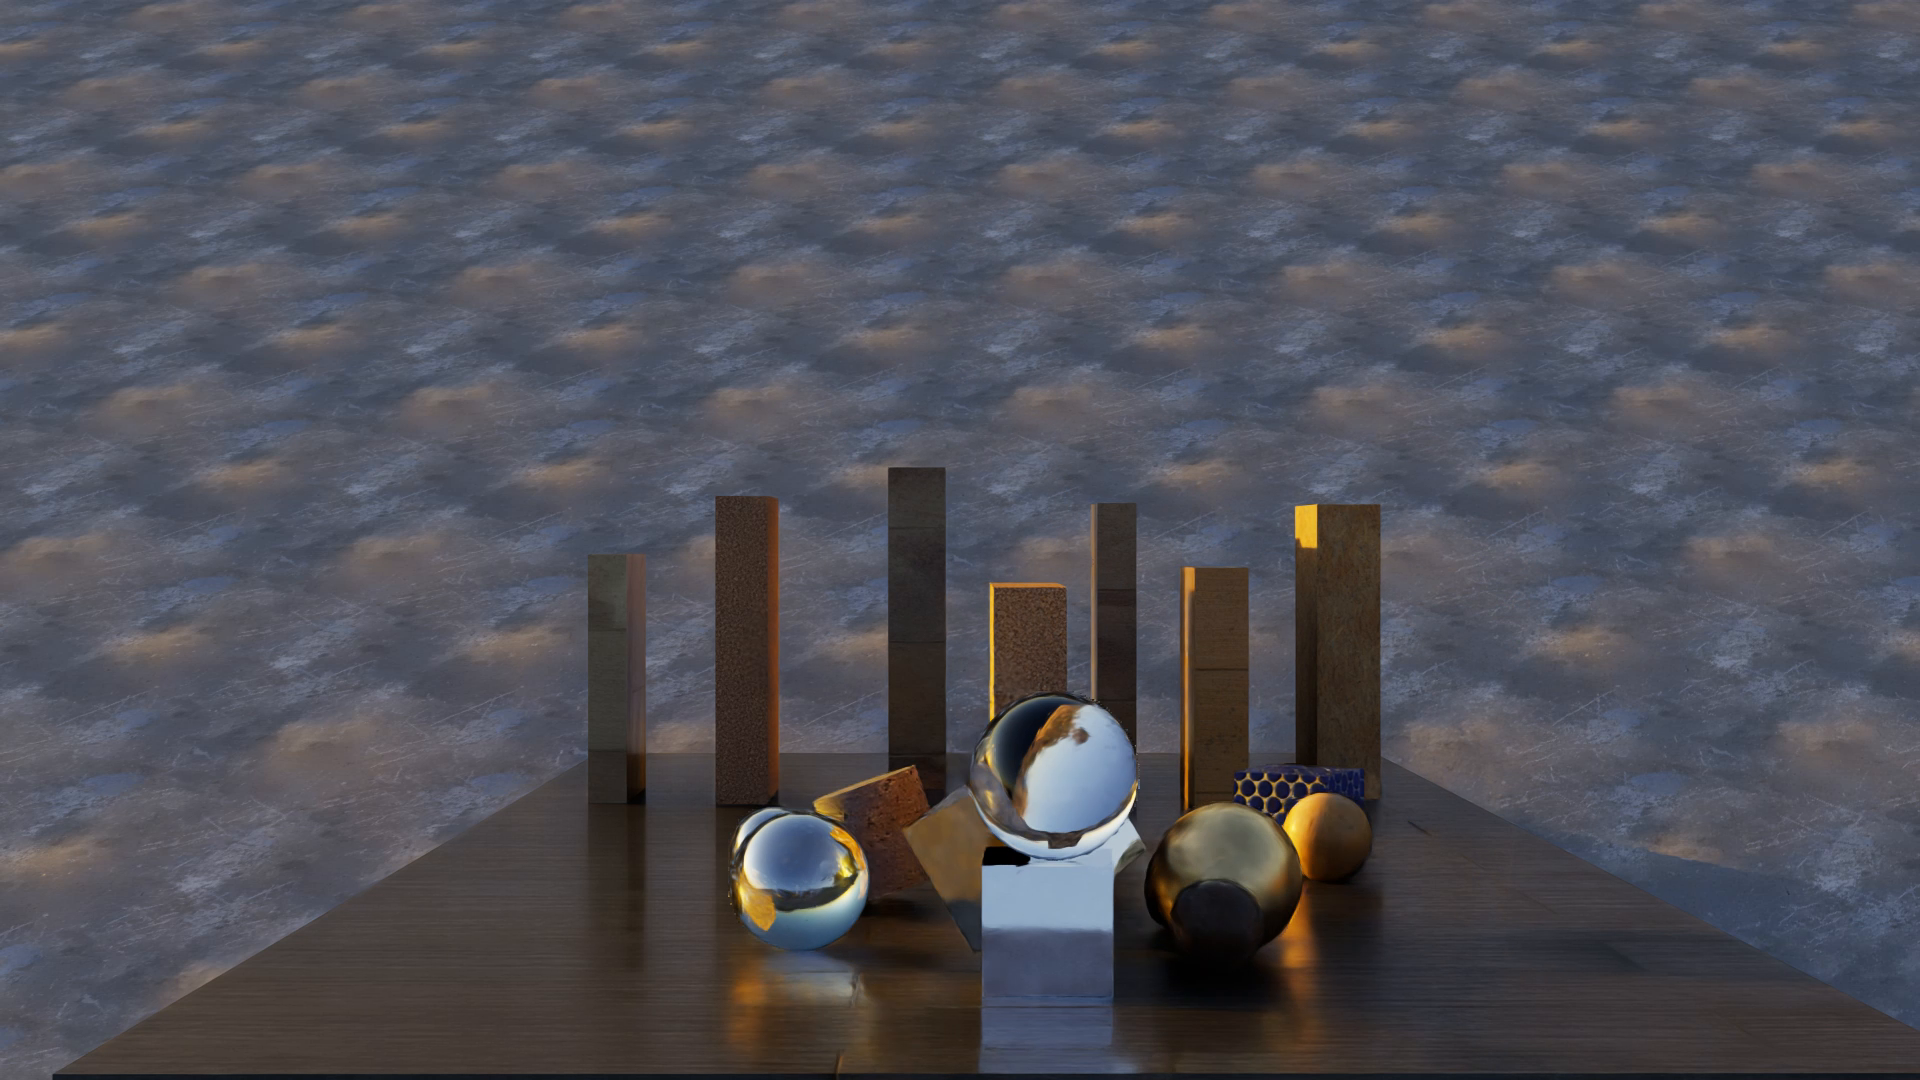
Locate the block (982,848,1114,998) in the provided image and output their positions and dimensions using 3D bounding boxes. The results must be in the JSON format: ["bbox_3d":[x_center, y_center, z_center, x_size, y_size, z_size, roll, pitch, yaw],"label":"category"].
[{"bbox_3d":[0.108,0.467,3.176,0.158,0.158,0.158,0,1,2],"label":"block"}]

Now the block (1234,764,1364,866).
[{"bbox_3d":[0.568,0.467,4.331,0.162,0.162,0.162,0,0,31],"label":"block"}]

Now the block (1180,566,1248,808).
[{"bbox_3d":[0.532,0.302,5.434,0.110,0.491,0.351,0,0,0],"label":"block"}]

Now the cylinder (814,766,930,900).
[{"bbox_3d":[-0.117,0.444,3.897,0.163,0.163,0.163,-19,-2,-1],"label":"cylinder"}]

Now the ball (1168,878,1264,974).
[{"bbox_3d":[0.324,0.487,3.270,0.120,0.120,0.120,0,30,0],"label":"ball"}]

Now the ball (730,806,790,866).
[{"bbox_3d":[-0.277,0.465,3.856,0.135,0.135,0.135,0,30,0],"label":"ball"}]

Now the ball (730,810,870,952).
[{"bbox_3d":[-0.213,0.454,3.449,0.187,0.187,0.187,0,30,0],"label":"ball"}]

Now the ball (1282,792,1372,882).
[{"bbox_3d":[0.588,0.476,4.149,0.143,0.143,0.143,0,30,0],"label":"ball"}]

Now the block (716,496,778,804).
[{"bbox_3d":[-0.454,0.228,5.537,0.107,0.639,0.342,0,0,0],"label":"block"}]

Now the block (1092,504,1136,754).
[{"bbox_3d":[0.356,0.232,6.006,0.089,0.631,0.266,0,0,0],"label":"block"}]

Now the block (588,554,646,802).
[{"bbox_3d":[-0.736,0.289,5.561,0.080,0.518,0.329,0,0,0],"label":"block"}]

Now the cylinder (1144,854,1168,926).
[{"bbox_3d":[0.341,0.488,3.633,0.118,0.118,0.118,0,24,39],"label":"cylinder"}]

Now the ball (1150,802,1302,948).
[{"bbox_3d":[0.353,0.448,3.424,0.200,0.200,0.200,0,30,0],"label":"ball"}]

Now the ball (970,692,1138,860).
[{"bbox_3d":[0.114,0.287,3.145,0.205,0.205,0.205,0,30,0],"label":"ball"}]

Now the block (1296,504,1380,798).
[{"bbox_3d":[0.824,0.236,5.657,0.134,0.623,0.353,0,0,0],"label":"block"}]

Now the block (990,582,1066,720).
[{"bbox_3d":[0.095,0.306,3.706,0.100,0.483,0.377,0,0,0],"label":"block"}]

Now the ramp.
[{"bbox_3d":[0.067,0.598,4.656,2.000,0.100,4.000,0,0,0],"label":"ramp"}]

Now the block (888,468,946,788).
[{"bbox_3d":[-0.095,0.194,5.905,0.125,0.708,0.418,0,0,0],"label":"block"}]

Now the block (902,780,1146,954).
[{"bbox_3d":[0.084,0.392,3.386,0.187,0.187,0.187,-31,0,39],"label":"block"}]
